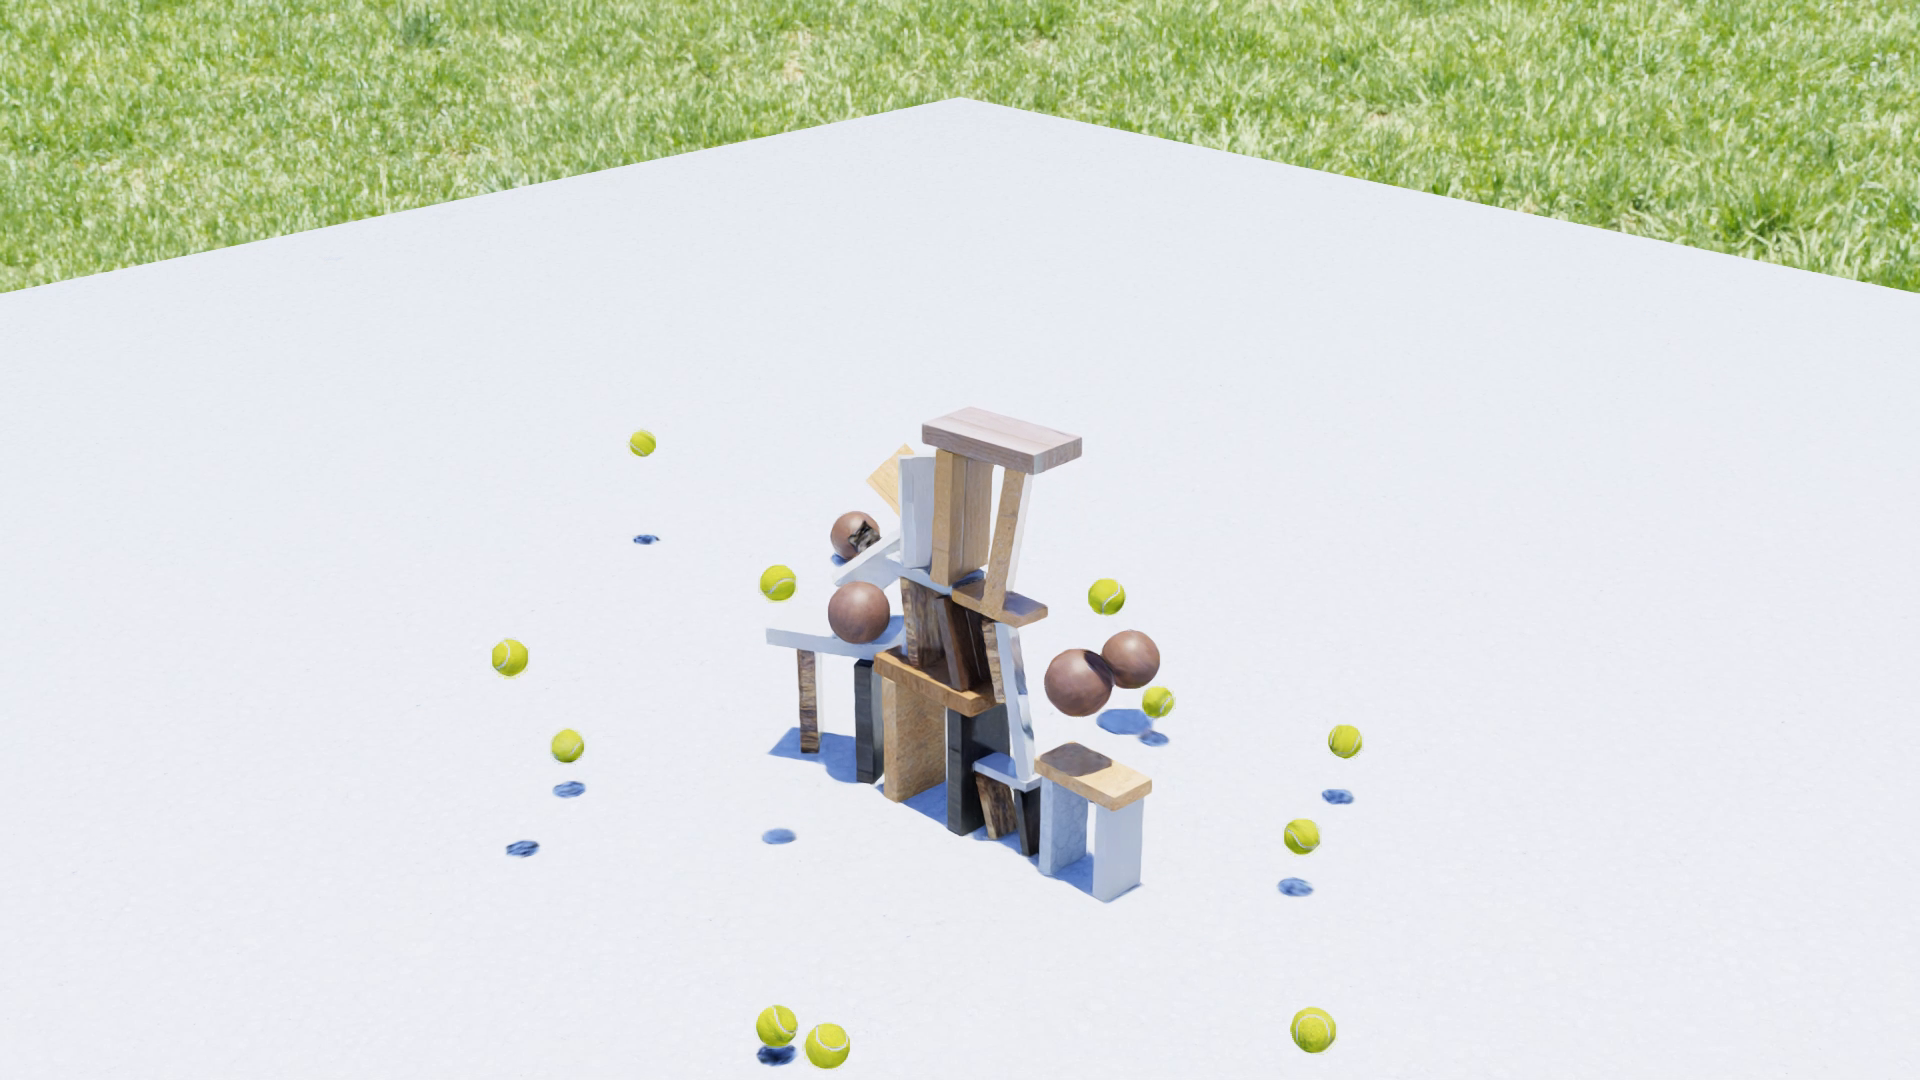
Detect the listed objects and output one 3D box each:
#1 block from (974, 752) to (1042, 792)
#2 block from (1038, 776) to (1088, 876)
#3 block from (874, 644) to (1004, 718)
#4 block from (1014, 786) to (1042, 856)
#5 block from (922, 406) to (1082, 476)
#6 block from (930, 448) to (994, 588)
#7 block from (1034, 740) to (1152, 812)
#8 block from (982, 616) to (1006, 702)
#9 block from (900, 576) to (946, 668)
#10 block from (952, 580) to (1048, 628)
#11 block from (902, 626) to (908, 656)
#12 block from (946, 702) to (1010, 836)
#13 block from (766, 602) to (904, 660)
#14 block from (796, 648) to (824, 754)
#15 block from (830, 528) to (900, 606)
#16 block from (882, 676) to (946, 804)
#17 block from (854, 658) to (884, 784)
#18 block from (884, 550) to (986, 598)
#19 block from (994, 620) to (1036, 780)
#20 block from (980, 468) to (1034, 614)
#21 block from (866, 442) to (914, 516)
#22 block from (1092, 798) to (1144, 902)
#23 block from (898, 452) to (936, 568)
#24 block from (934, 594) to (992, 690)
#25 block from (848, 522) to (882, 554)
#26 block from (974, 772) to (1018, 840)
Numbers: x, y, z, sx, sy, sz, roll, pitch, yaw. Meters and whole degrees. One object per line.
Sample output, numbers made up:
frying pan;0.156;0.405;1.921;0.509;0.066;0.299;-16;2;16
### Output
block;0.101;0.454;4.312;0.136;0.019;0.068;19;26;40
block;0.201;0.532;4.239;0.030;0.209;0.104;22;31;40
block;-0.027;0.269;4.373;0.138;0.039;0.275;-21;31;-40
block;0.142;0.543;4.302;0.019;0.136;0.068;3;15;44
block;0.076;-0.186;4.082;0.275;0.039;0.138;18;28;38
block;0.005;-0.062;4.205;0.039;0.275;0.138;19;29;31
block;0.250;0.443;4.144;0.104;0.030;0.209;-20;30;-39
block;0.075;0.217;4.227;0.024;0.170;0.085;-5;24;14
block;-0.068;0.150;4.363;0.026;0.185;0.093;10;24;44
block;0.075;0.121;4.195;0.170;0.024;0.085;22;28;40
block;-0.085;0.164;4.403;0.018;0.129;0.064;26;34;37
block;0.037;0.439;4.373;0.138;0.275;0.039;-21;31;-40
block;-0.252;0.191;4.570;0.270;0.038;0.135;8;24;17
block;-0.319;0.304;4.698;0.038;0.270;0.135;0;23;2
block;-0.162;0.043;5.222;0.283;0.109;0.031;-34;43;10
block;-0.093;0.388;4.494;0.138;0.275;0.039;-21;31;-40
block;-0.172;0.357;4.574;0.038;0.270;0.135;9;25;21
block;-0.050;0.058;4.306;0.185;0.026;0.093;22;32;40
block;0.109;0.296;4.239;0.024;0.329;0.085;-4;18;14
block;0.094;-0.024;4.129;0.039;0.293;0.138;12;23;8
block;-0.078;-0.081;4.368;0.109;0.031;0.219;-44;63;0
block;0.299;0.571;4.149;0.104;0.209;0.030;-21;31;-41
block;-0.061;-0.059;4.265;0.109;0.219;0.031;-5;16;-13
block;0.011;0.189;4.272;0.093;0.185;0.026;-21;14;-40
block;-0.216;0.020;5.522;0.064;0.129;0.018;-48;11;-7
block;0.073;0.518;4.366;0.068;0.136;0.019;-20;11;-43
